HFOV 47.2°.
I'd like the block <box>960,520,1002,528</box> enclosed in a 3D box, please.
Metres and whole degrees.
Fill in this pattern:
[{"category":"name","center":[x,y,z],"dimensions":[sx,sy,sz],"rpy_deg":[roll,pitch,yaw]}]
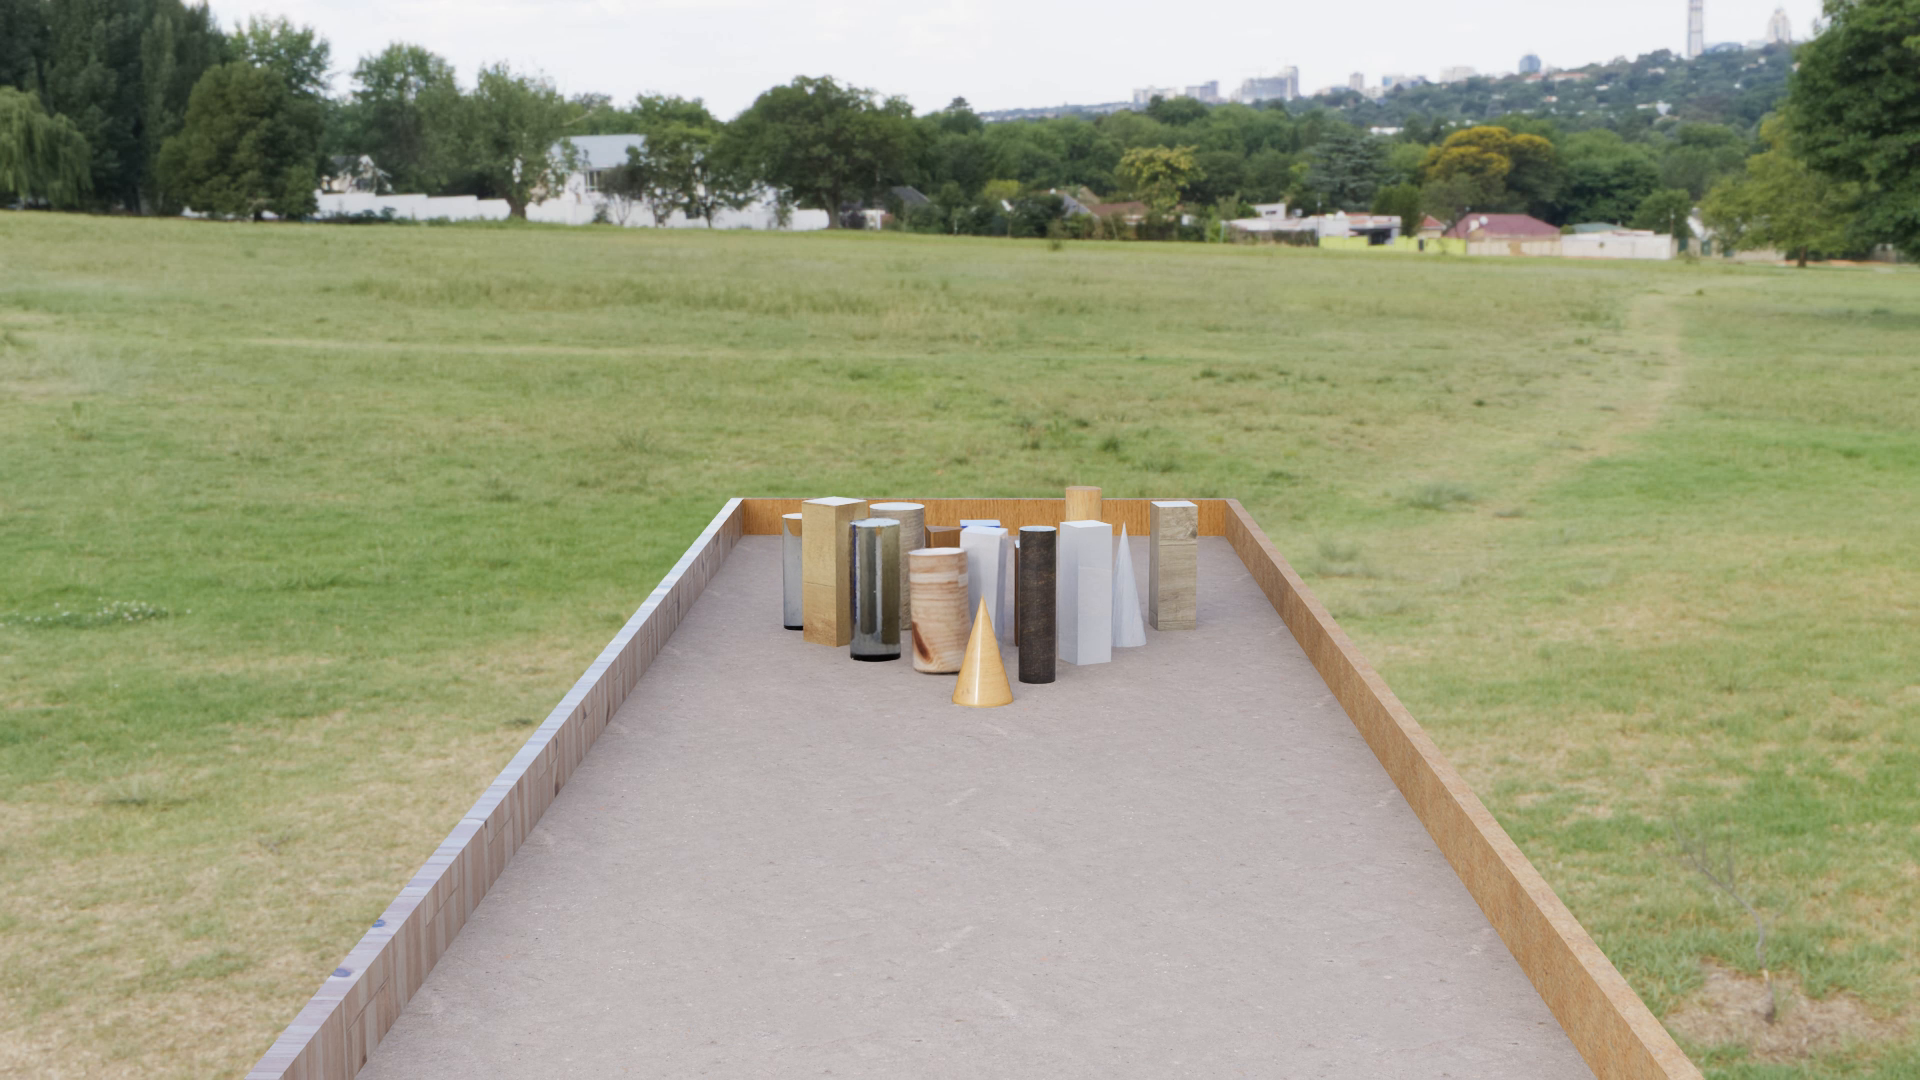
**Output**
[{"category":"block","center":[0.066,0.114,7.184],"dimensions":[0.129,0.345,0.129],"rpy_deg":[0,9,-2]}]

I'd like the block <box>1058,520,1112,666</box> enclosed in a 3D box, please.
[{"category":"block","center":[0.380,0.158,6.668],"dimensions":[0.116,0.420,0.116],"rpy_deg":[-4,10,-26]}]

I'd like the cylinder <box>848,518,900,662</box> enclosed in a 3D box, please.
[{"category":"cylinder","center":[-0.260,0.152,6.716],"dimensions":[0.157,0.417,0.157],"rpy_deg":[0,9,0]}]

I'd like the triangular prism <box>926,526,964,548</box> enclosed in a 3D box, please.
[{"category":"triangular prism","center":[-0.069,0.142,6.951],"dimensions":[0.143,0.365,0.124],"rpy_deg":[-7,11,-38]}]

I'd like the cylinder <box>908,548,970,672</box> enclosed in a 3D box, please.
[{"category":"cylinder","center":[-0.059,0.208,6.547],"dimensions":[0.176,0.350,0.176],"rpy_deg":[-3,6,0]}]

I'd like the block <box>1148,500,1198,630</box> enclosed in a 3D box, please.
[{"category":"block","center":[0.695,0.083,7.184],"dimensions":[0.127,0.407,0.127],"rpy_deg":[-1,9,-9]}]

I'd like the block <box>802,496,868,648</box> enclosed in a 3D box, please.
[{"category":"block","center":[-0.395,0.099,6.955],"dimensions":[0.146,0.448,0.146],"rpy_deg":[8,12,40]}]

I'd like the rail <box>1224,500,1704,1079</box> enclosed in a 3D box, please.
[{"category":"rail","center":[1.046,0.843,3.208],"dimensions":[0.050,0.150,12.000],"rpy_deg":[0,9,1]}]

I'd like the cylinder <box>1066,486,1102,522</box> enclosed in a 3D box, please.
[{"category":"cylinder","center":[0.401,0.058,7.183],"dimensions":[0.118,0.457,0.118],"rpy_deg":[0,9,0]}]

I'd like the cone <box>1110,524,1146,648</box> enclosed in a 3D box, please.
[{"category":"cone","center":[0.516,0.132,6.934],"dimensions":[0.149,0.389,0.149],"rpy_deg":[0,9,0]}]

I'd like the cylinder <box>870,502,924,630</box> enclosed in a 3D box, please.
[{"category":"cylinder","center":[-0.205,0.086,7.201],"dimensions":[0.180,0.396,0.180],"rpy_deg":[0,9,0]}]

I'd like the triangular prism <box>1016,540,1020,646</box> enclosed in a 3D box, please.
[{"category":"triangular prism","center":[0.207,0.165,6.958],"dimensions":[0.135,0.316,0.117],"rpy_deg":[-5,10,-31]}]

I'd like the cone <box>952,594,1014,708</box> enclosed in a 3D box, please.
[{"category":"cone","center":[0.063,0.299,6.148],"dimensions":[0.175,0.305,0.175],"rpy_deg":[0,9,0]}]

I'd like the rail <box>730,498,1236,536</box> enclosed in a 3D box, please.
[{"category":"rail","center":[0.099,-0.098,9.147],"dimensions":[2.100,0.150,0.050],"rpy_deg":[0,9,1]}]

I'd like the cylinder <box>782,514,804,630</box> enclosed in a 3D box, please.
[{"category":"cylinder","center":[-0.519,0.104,7.177],"dimensions":[0.116,0.368,0.116],"rpy_deg":[0,9,0]}]

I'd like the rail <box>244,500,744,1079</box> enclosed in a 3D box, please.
[{"category":"rail","center":[-1.004,0.839,3.234],"dimensions":[0.050,0.150,12.000],"rpy_deg":[0,9,1]}]

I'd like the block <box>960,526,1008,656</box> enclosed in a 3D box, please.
[{"category":"block","center":[0.064,0.166,6.660],"dimensions":[0.120,0.399,0.120],"rpy_deg":[6,11,13]}]

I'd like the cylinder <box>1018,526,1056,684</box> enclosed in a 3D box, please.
[{"category":"cylinder","center":[0.225,0.188,6.393],"dimensions":[0.109,0.448,0.109],"rpy_deg":[0,9,0]}]
